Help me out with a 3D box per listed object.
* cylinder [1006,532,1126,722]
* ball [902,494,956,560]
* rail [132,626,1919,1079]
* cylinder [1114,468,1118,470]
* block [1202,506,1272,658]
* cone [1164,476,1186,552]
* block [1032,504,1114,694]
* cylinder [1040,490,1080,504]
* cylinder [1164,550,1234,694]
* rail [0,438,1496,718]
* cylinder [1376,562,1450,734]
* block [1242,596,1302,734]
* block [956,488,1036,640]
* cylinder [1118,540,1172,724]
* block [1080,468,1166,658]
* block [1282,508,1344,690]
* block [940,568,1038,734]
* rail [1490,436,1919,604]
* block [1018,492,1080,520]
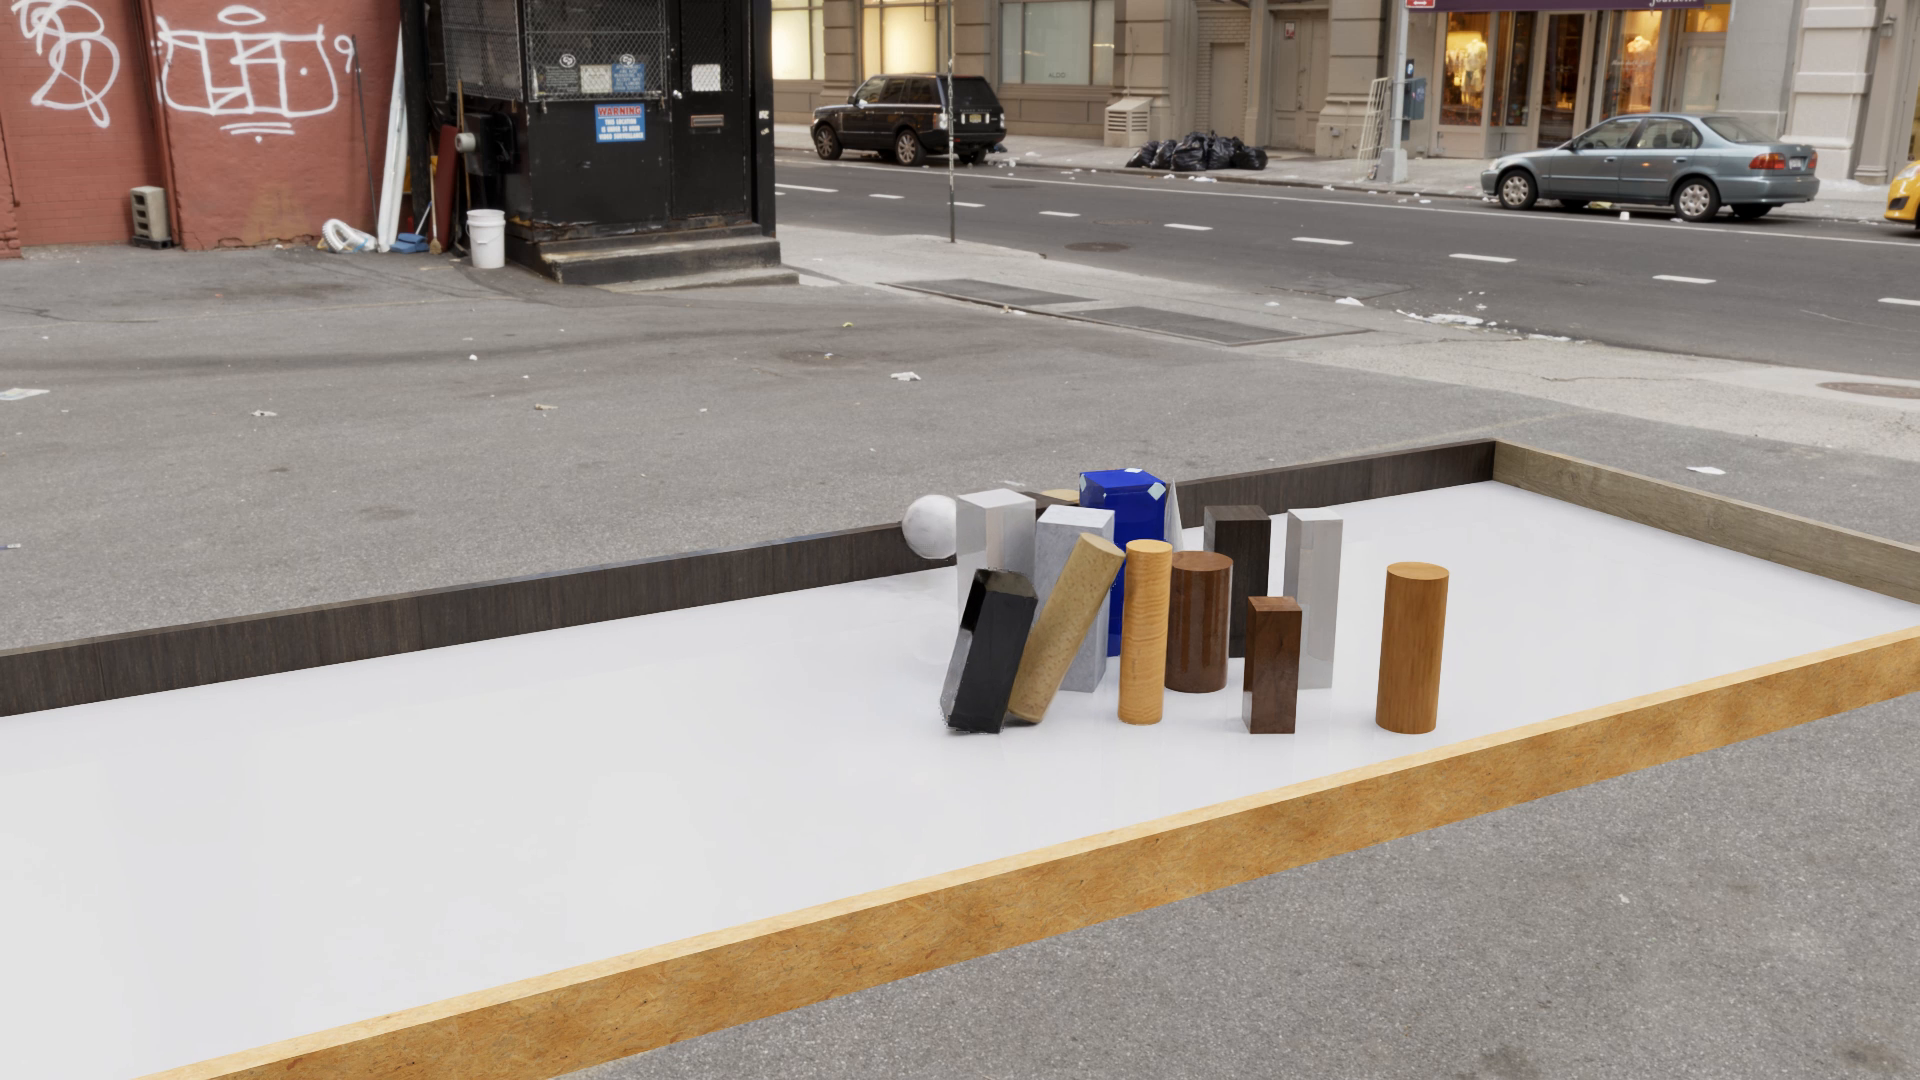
[{"bbox_3d":[0.236,0.205,3.853,0.117,0.446,0.117,24,14,-6],"label":"cylinder"},{"bbox_3d":[-0.074,-0.039,4.897,0.194,0.194,0.194,0,16,0],"label":"ball"},{"bbox_3d":[-2.336,1.006,1.665,12.000,0.150,0.050,-9,18,-27],"label":"rail"},{"bbox_3d":[0.460,-0.035,4.879,0.102,0.335,0.102,0,16,0],"label":"cylinder"},{"bbox_3d":[0.719,0.108,4.324,0.144,0.373,0.144,-1,16,-3],"label":"block"},{"bbox_3d":[0.583,0.018,4.568,0.156,0.410,0.156,0,16,0],"label":"cone"},{"bbox_3d":[0.279,0.145,4.101,0.162,0.425,0.162,6,17,15],"label":"block"},{"bbox_3d":[0.282,0.039,4.618,0.125,0.341,0.125,0,16,0],"label":"cylinder"},{"bbox_3d":[0.585,0.202,4.104,0.173,0.317,0.173,0,16,0],"label":"cylinder"},{"bbox_3d":[-3.305,0.497,3.399,12.000,0.150,0.050,-9,18,-27],"label":"rail"},{"bbox_3d":[1.050,0.250,3.835,0.139,0.377,0.139,0,16,0],"label":"cylinder"},{"bbox_3d":[0.723,0.291,3.832,0.104,0.301,0.104,0,16,-1],"label":"block"},{"bbox_3d":[0.093,0.115,4.150,0.144,0.455,0.144,-10,18,-29],"label":"block"},{"bbox_3d":[0.433,0.217,3.864,0.107,0.423,0.107,1,16,0],"label":"cylinder"},{"bbox_3d":[0.421,0.058,4.343,0.169,0.459,0.169,-5,17,-17],"label":"block"},{"bbox_3d":[0.866,0.146,4.083,0.104,0.436,0.104,-2,17,-8],"label":"block"},{"bbox_3d":[0.064,0.257,3.807,0.124,0.349,0.124,10,20,-15],"label":"block"},{"bbox_3d":[2.466,-0.048,5.253,0.050,0.150,2.100,-9,18,-27],"label":"rail"},{"bbox_3d":[0.172,0.084,4.353,0.178,0.387,0.178,15,16,42],"label":"block"}]
